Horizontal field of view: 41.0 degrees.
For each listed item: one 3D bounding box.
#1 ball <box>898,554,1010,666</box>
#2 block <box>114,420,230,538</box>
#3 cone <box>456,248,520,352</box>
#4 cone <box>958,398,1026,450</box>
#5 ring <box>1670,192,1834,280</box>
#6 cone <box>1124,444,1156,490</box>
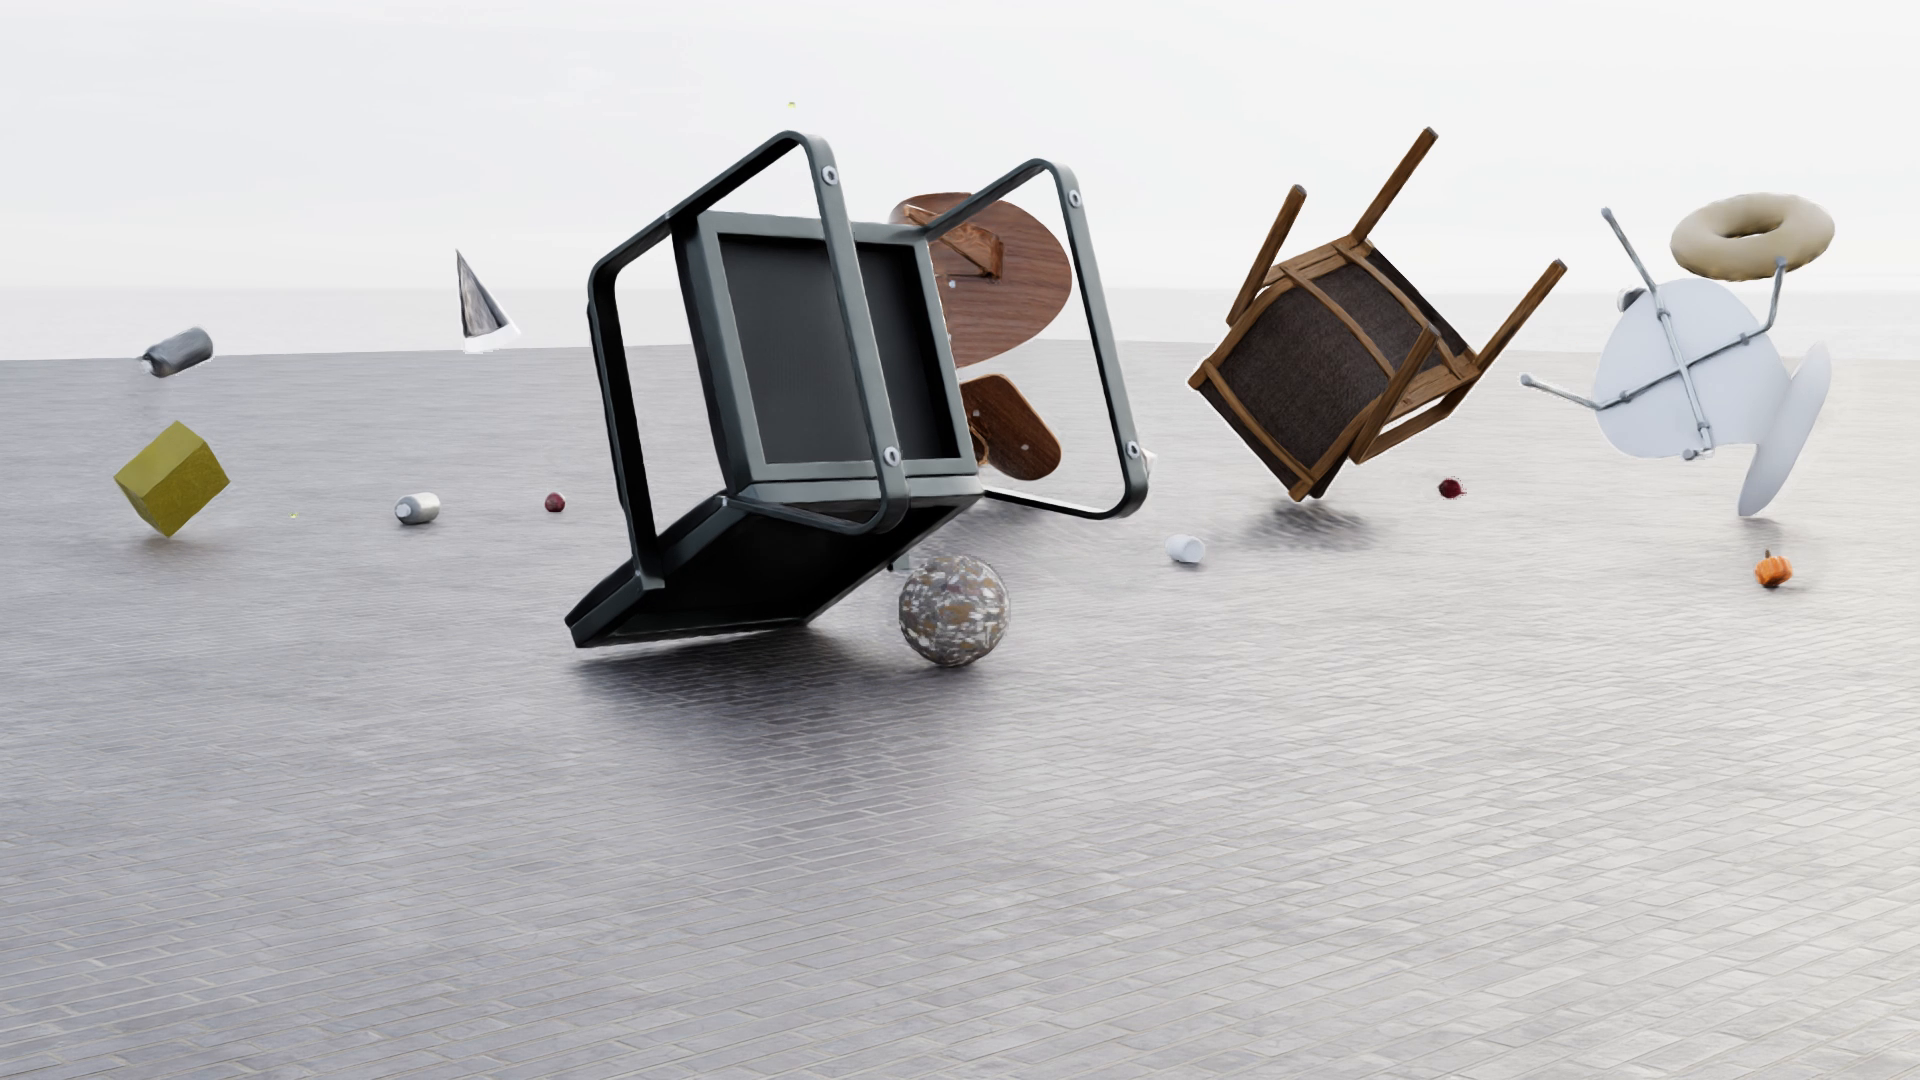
[{"bbox_3d":[-0.011,0.119,4.341,0.188,0.188,0.188,0,6,0],"label":"ball"},{"bbox_3d":[-1.975,-0.152,6.433,0.112,0.212,0.181,33,-24,25],"label":"block"},{"bbox_3d":[-0.857,-0.434,4.528,0.111,0.182,0.094,-3,28,30],"label":"cone"},{"bbox_3d":[0.135,-0.334,7.854,0.239,0.103,0.197,3,-35,30],"label":"cone"},{"bbox_3d":[2.164,-0.831,7.018,0.451,0.115,0.361,7,41,42],"label":"ring"},{"bbox_3d":[0.571,-0.240,7.848,0.087,0.177,0.104,-31,54,-30],"label":"cone"}]
